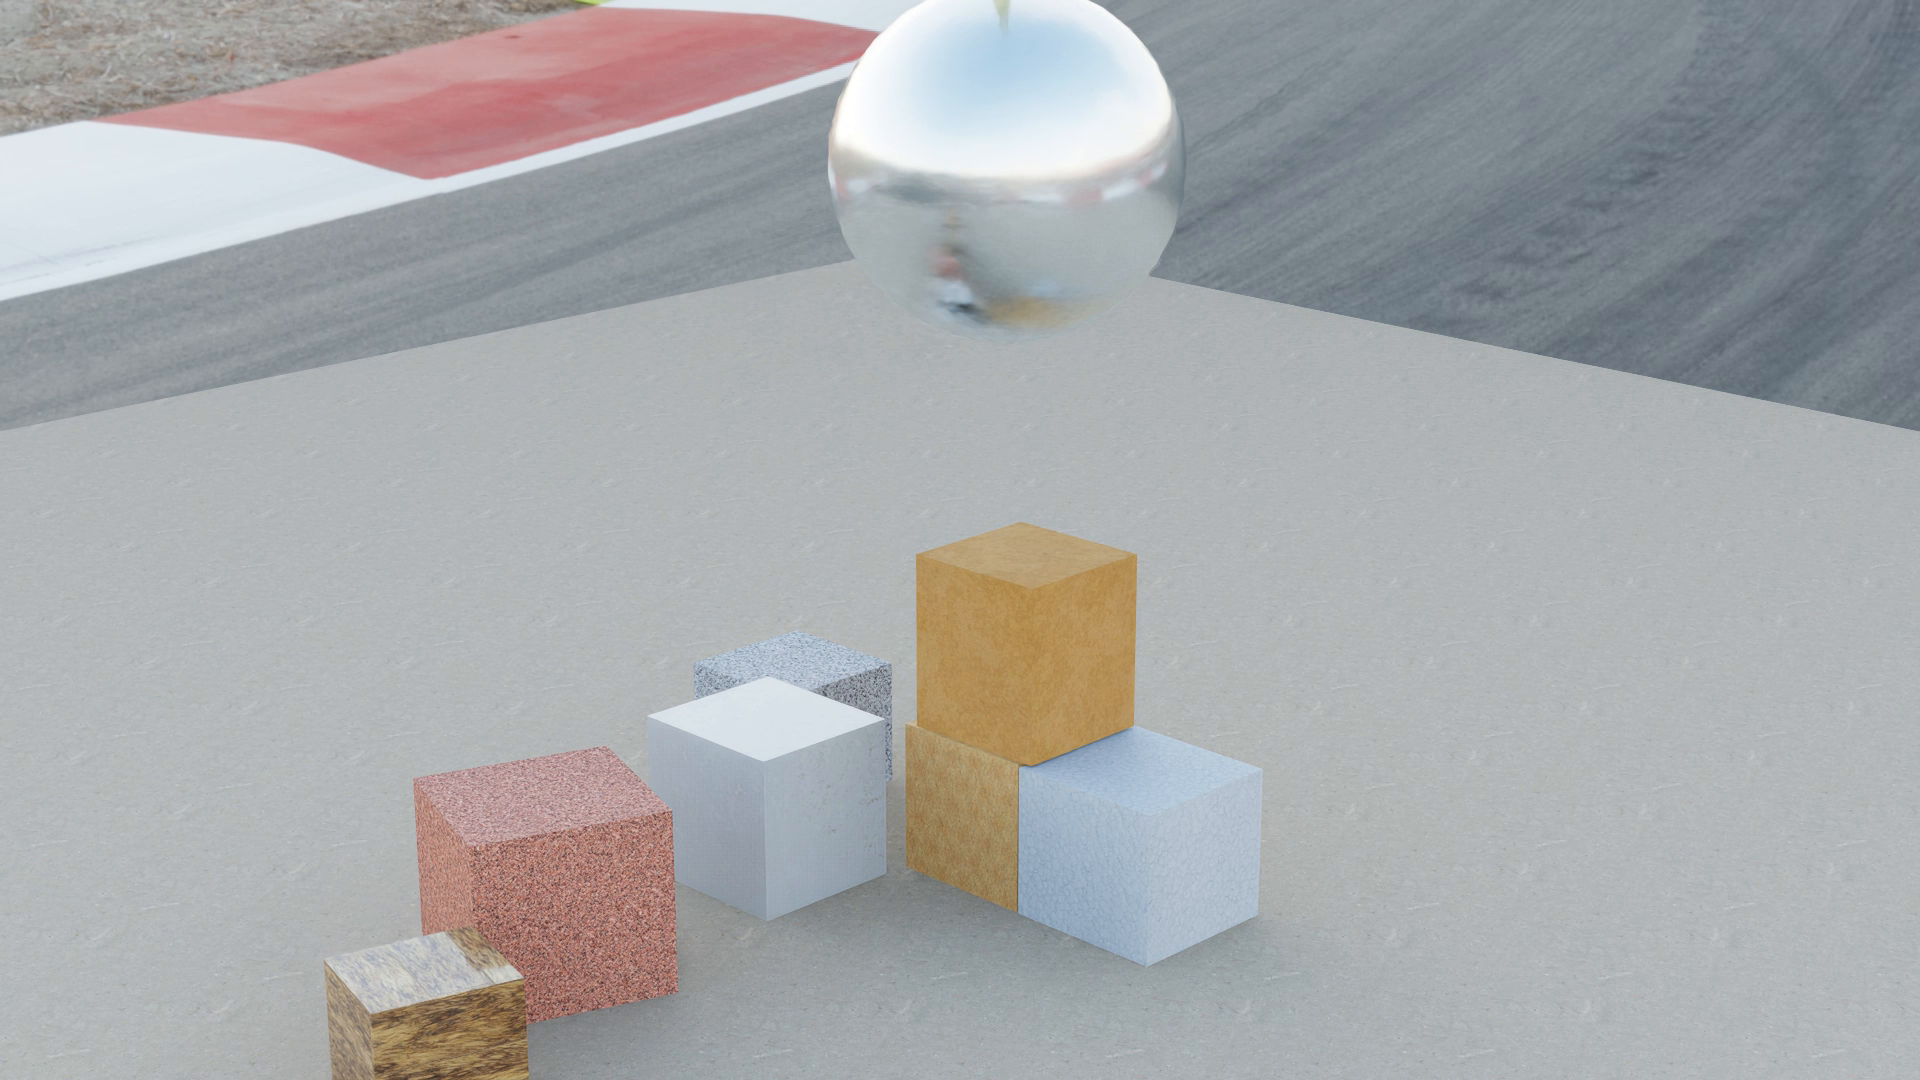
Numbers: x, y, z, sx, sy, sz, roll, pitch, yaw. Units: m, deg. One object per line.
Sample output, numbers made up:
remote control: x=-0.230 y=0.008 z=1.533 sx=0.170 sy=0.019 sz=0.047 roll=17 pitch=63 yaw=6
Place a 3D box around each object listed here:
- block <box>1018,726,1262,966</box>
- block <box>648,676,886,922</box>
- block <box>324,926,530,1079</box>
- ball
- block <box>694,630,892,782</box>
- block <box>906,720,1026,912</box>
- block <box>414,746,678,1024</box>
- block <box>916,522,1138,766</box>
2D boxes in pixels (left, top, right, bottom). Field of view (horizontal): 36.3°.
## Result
block: x=0.792 y=1.332 z=12.943 sx=0.744 sy=0.697 sz=0.765 roll=-17 pitch=24 yaw=-42
block: x=-0.877 y=1.164 z=13.374 sx=0.792 sy=0.759 sz=0.734 roll=17 pitch=24 yaw=42
block: x=-2.064 y=1.908 z=11.356 sx=0.608 sy=0.550 sz=0.546 roll=-10 pitch=20 yaw=-29
ball: x=0.209 y=-1.676 z=13.034 sx=1.600 sy=1.600 sz=1.600 roll=0 pitch=17 yaw=0
block: x=-0.821 y=0.896 z=14.467 sx=0.684 sy=0.617 sz=0.689 roll=-17 pitch=24 yaw=-42
block: x=0.260 y=1.169 z=13.443 sx=0.728 sy=0.708 sz=0.711 roll=-17 pitch=24 yaw=-42
block: x=-1.747 y=1.453 z=12.345 sx=0.861 sy=0.825 sz=0.811 roll=-8 pitch=19 yaw=-25
block: x=0.297 y=0.453 z=13.177 sx=0.706 sy=0.818 sz=0.685 roll=16 pitch=24 yaw=42
